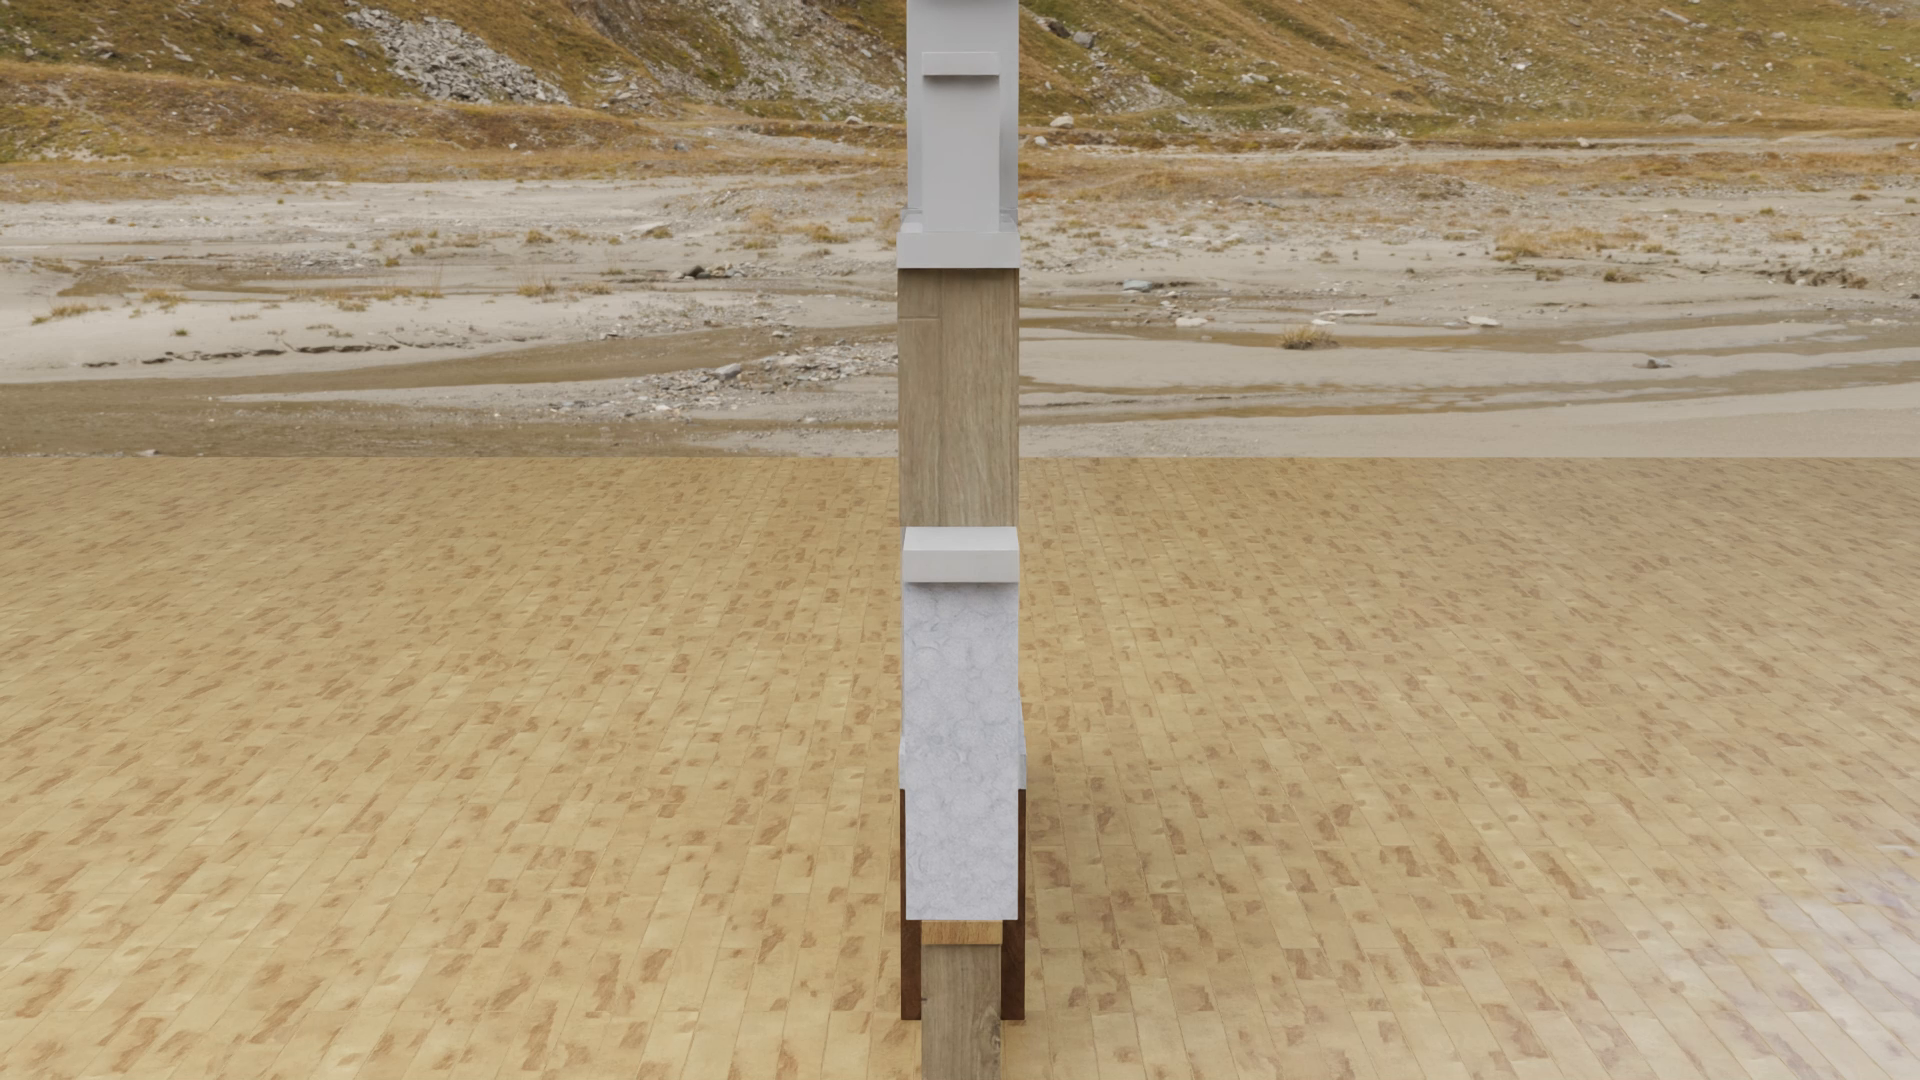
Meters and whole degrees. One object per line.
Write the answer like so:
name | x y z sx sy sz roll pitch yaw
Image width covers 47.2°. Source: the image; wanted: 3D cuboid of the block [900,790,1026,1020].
block | 0.004 0.509 3.139 0.177 0.354 0.050 0 11 0

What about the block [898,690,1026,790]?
block | 0.004 0.288 3.218 0.177 0.050 0.354 0 11 0

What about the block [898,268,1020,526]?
block | -0.002 -0.190 2.903 0.158 0.342 0.045 0 10 0

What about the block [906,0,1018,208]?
block | 0.004 -0.640 3.167 0.159 0.319 0.045 0 11 0

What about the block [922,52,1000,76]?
block | 0.001 -0.617 2.861 0.099 0.028 0.197 0 11 0

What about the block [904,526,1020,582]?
block | 0.002 0.006 2.895 0.145 0.041 0.291 0 10 0

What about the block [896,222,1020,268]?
block | -0.002 -0.400 2.971 0.158 0.045 0.317 0 11 0

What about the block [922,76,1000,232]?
block | 0.001 -0.494 2.817 0.099 0.197 0.028 0 11 0

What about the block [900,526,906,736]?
block | -0.005 0.121 3.123 0.157 0.313 0.044 0 11 0

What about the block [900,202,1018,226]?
block | -0.001 -0.477 3.292 0.166 0.047 0.333 0 11 0

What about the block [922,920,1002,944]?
block | 0.002 0.492 2.965 0.105 0.030 0.210 0 11 0

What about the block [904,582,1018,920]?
block | 0.002 0.268 2.846 0.145 0.455 0.041 0 11 0

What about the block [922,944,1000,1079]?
block | 0.001 0.623 2.917 0.105 0.210 0.030 0 11 0
